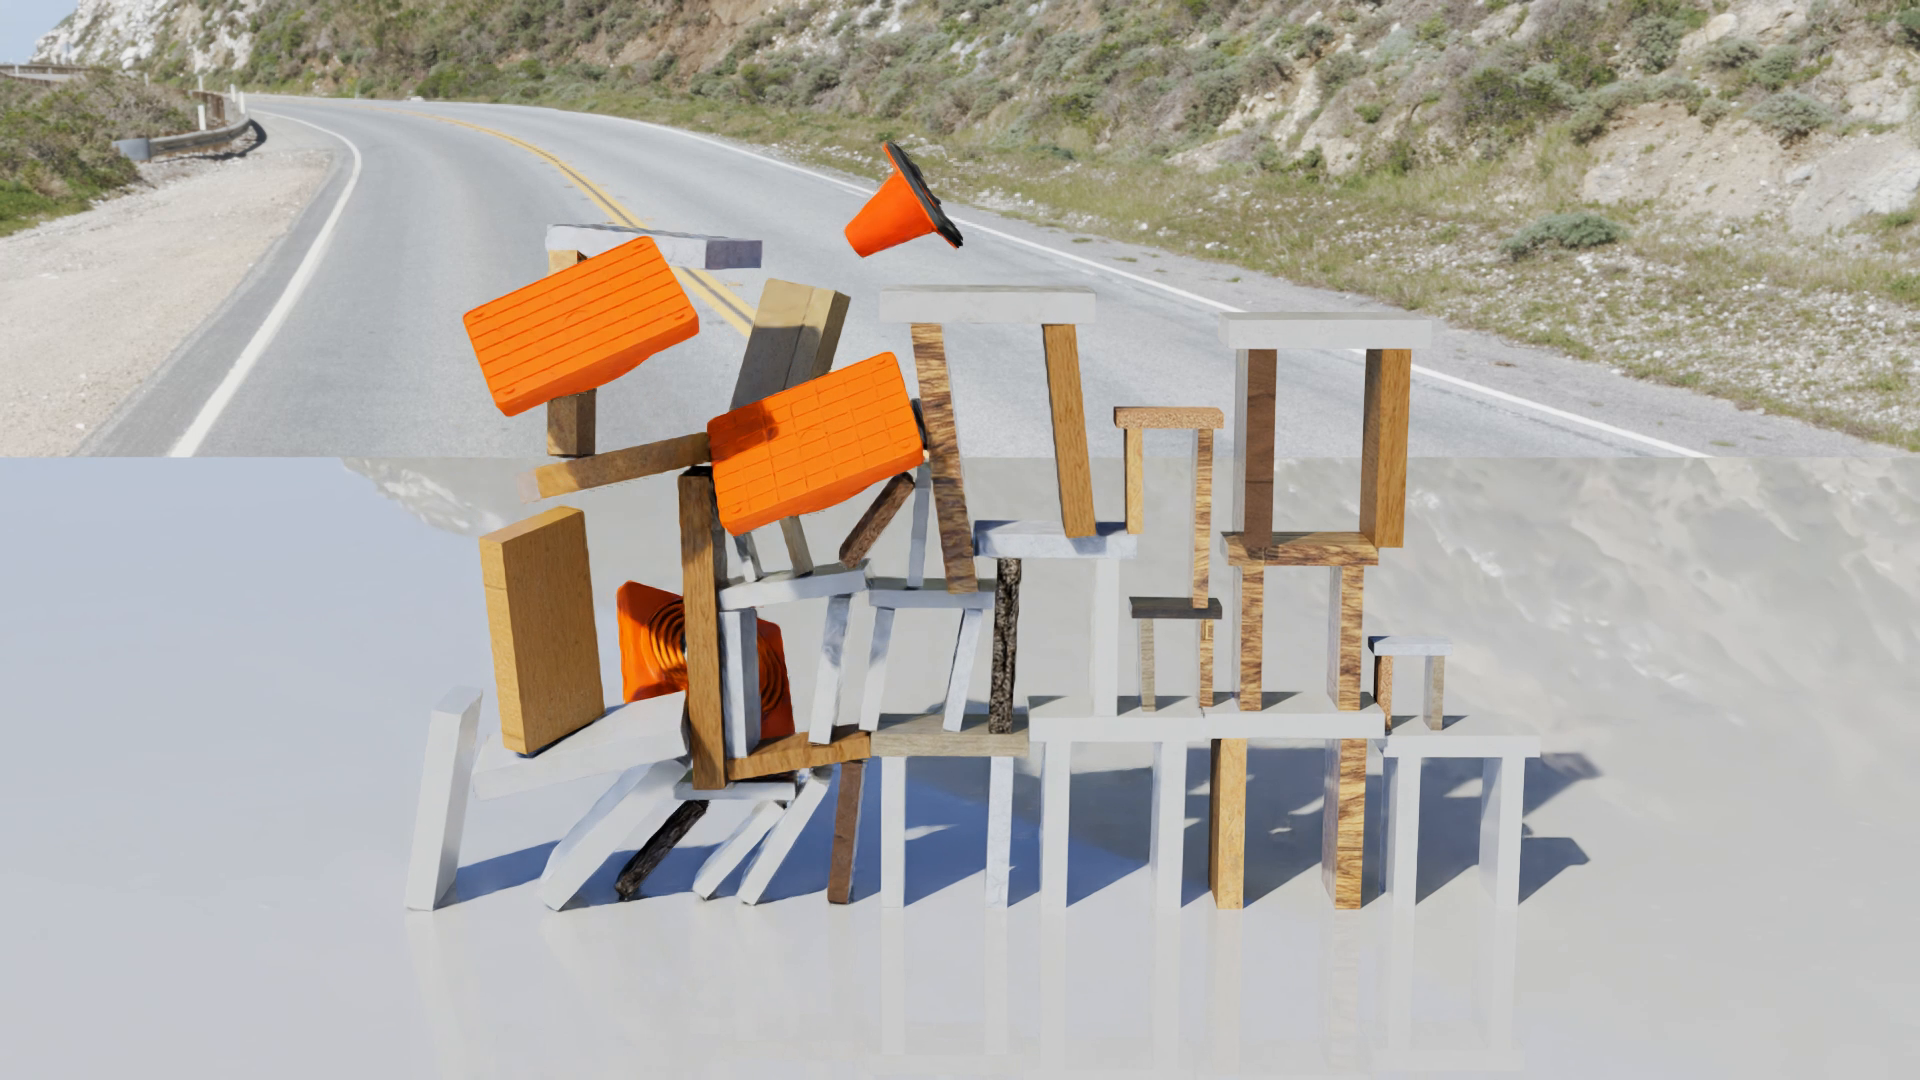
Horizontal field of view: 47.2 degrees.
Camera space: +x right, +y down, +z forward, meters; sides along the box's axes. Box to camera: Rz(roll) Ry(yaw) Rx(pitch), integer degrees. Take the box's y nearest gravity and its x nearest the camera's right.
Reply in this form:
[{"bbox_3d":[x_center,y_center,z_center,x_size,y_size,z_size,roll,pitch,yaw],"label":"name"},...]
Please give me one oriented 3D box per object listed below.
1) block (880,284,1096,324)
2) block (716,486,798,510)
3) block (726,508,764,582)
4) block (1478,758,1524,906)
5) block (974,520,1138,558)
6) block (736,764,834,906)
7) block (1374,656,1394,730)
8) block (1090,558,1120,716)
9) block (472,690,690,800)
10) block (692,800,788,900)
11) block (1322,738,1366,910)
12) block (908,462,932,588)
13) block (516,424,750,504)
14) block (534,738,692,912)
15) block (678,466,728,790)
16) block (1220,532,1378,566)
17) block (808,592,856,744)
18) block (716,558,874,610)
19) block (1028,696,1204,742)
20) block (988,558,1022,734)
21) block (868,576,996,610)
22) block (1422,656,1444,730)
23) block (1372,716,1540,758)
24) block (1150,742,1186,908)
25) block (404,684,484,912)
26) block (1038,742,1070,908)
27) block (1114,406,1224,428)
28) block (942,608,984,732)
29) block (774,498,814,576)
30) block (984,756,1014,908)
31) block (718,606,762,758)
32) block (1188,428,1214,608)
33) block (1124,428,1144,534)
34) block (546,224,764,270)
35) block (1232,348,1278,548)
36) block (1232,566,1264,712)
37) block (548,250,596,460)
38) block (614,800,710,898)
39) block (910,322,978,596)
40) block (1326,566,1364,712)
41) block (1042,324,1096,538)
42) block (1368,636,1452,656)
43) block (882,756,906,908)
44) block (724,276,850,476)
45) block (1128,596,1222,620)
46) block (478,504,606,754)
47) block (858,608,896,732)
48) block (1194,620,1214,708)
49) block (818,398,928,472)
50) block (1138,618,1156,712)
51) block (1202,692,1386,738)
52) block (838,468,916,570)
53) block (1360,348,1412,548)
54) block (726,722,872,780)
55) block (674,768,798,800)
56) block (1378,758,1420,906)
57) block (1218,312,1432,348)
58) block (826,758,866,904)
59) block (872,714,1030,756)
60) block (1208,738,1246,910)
[{"bbox_3d":[0.043,-0.375,3.486,0.335,0.047,0.167,0,11,0],"label":"block"},{"bbox_3d":[-0.330,-0.069,3.570,0.122,0.017,0.061,-8,8,7],"label":"block"},{"bbox_3d":[-0.351,0.005,3.586,0.017,0.122,0.061,-15,7,7],"label":"block"},{"bbox_3d":[0.898,0.465,3.651,0.036,0.253,0.126,0,11,0],"label":"block"},{"bbox_3d":[0.152,-0.001,3.562,0.259,0.037,0.130,1,11,0],"label":"block"},{"bbox_3d":[-0.289,0.483,3.648,0.034,0.237,0.118,32,10,-5],"label":"block"},{"bbox_3d":[0.693,0.243,3.609,0.018,0.126,0.063,0,11,0],"label":"block"},{"bbox_3d":[0.235,0.145,3.589,0.037,0.259,0.130,0,11,0],"label":"block"},{"bbox_3d":[-0.604,0.329,3.540,0.336,0.048,0.168,-12,17,0],"label":"block"},{"bbox_3d":[-0.366,0.504,3.669,0.028,0.199,0.099,42,4,-7],"label":"block"},{"bbox_3d":[0.635,0.448,3.640,0.041,0.289,0.144,0,11,0],"label":"block"},{"bbox_3d":[-0.065,-0.025,3.561,0.024,0.193,0.085,5,10,-1],"label":"block"},{"bbox_3d":[-0.541,-0.125,3.629,0.353,0.050,0.176,-14,3,-21],"label":"block"},{"bbox_3d":[-0.562,0.447,3.621,0.048,0.336,0.168,41,13,-11],"label":"block"},{"bbox_3d":[-0.414,0.140,3.612,0.050,0.509,0.176,-2,7,1],"label":"block"},{"bbox_3d":[0.547,0.013,3.563,0.239,0.034,0.120,0,11,0],"label":"block"},{"bbox_3d":[-0.208,0.202,3.601,0.034,0.241,0.121,9,9,2],"label":"block"},{"bbox_3d":[-0.266,0.072,3.588,0.241,0.034,0.121,-8,8,5],"label":"block"},{"bbox_3d":[0.254,0.293,3.614,0.282,0.040,0.141,0,11,0],"label":"block"},{"bbox_3d":[0.074,0.159,3.592,0.037,0.289,0.130,3,11,2],"label":"block"},{"bbox_3d":[-0.043,0.086,3.576,0.203,0.029,0.101,1,11,3],"label":"block"},{"bbox_3d":[0.777,0.243,3.609,0.018,0.126,0.063,0,11,0],"label":"block"},{"bbox_3d":[0.814,0.323,3.624,0.253,0.036,0.126,0,11,0],"label":"block"},{"bbox_3d":[0.344,0.451,3.644,0.040,0.282,0.141,1,11,0],"label":"block"},{"bbox_3d":[-0.853,0.424,3.637,0.048,0.336,0.168,10,10,-2],"label":"block"},{"bbox_3d":[0.156,0.451,3.644,0.040,0.282,0.141,1,11,0],"label":"block"},{"bbox_3d":[0.333,-0.196,3.523,0.169,0.024,0.085,0,11,0],"label":"block"},{"bbox_3d":[0.004,0.202,3.594,0.029,0.203,0.101,11,10,-2],"label":"block"},{"bbox_3d":[-0.270,-0.007,3.577,0.017,0.122,0.061,-15,7,11],"label":"block"},{"bbox_3d":[0.064,0.465,3.641,0.036,0.256,0.128,2,11,0],"label":"block"},{"bbox_3d":[-0.361,0.225,3.619,0.034,0.241,0.121,-1,9,7],"label":"block"},{"bbox_3d":[0.388,-0.041,3.551,0.024,0.290,0.085,1,11,0],"label":"block"},{"bbox_3d":[0.279,-0.101,3.538,0.024,0.169,0.085,-1,11,1],"label":"block"},{"bbox_3d":[-0.520,-0.499,3.739,0.331,0.047,0.166,10,11,28],"label":"block"},{"bbox_3d":[0.471,-0.157,3.528,0.044,0.314,0.157,0,11,0],"label":"block"},{"bbox_3d":[0.468,0.148,3.588,0.034,0.239,0.120,0,11,0],"label":"block"},{"bbox_3d":[-0.641,-0.303,3.639,0.047,0.331,0.166,0,0,1],"label":"block"},{"bbox_3d":[-0.496,0.503,3.669,0.028,0.199,0.099,42,5,-6],"label":"block"},{"bbox_3d":[-0.023,-0.140,3.533,0.047,0.429,0.167,-8,10,2],"label":"block"},{"bbox_3d":[0.628,0.148,3.589,0.034,0.239,0.120,0,11,0],"label":"block"},{"bbox_3d":[0.173,-0.184,3.521,0.047,0.335,0.167,-6,11,1],"label":"block"},{"bbox_3d":[0.735,0.173,3.595,0.126,0.018,0.063,0,11,0],"label":"block"},{"bbox_3d":[-0.110,0.465,3.641,0.036,0.256,0.128,1,11,0],"label":"block"},{"bbox_3d":[-0.317,-0.294,3.943,0.166,0.331,0.047,16,-1,36],"label":"block"},{"bbox_3d":[0.350,0.111,3.583,0.146,0.021,0.073,1,11,0],"label":"block"},{"bbox_3d":[-0.657,0.140,3.471,0.050,0.353,0.176,11,24,34],"label":"block"},{"bbox_3d":[-0.134,0.200,3.594,0.029,0.202,0.101,9,10,-1],"label":"block"},{"bbox_3d":[0.399,0.193,3.599,0.021,0.146,0.073,-1,11,0],"label":"block"},{"bbox_3d":[-0.139,-0.168,3.508,0.170,0.085,0.024,-12,-30,8],"label":"block"},{"bbox_3d":[0.305,0.197,3.599,0.021,0.154,0.073,-2,11,0],"label":"block"},{"bbox_3d":[0.539,0.286,3.609,0.289,0.041,0.144,0,11,0],"label":"block"},{"bbox_3d":[-0.135,-0.035,3.555,0.024,0.170,0.085,35,8,-12],"label":"block"},{"bbox_3d":[0.681,-0.157,3.527,0.044,0.314,0.157,0,11,1],"label":"block"},{"bbox_3d":[-0.261,0.348,3.631,0.237,0.034,0.118,-10,8,2],"label":"block"},{"bbox_3d":[-0.371,0.406,3.660,0.199,0.028,0.099,0,7,-1],"label":"block"},{"bbox_3d":[0.729,0.465,3.651,0.036,0.253,0.126,0,11,0],"label":"block"},{"bbox_3d":[0.576,-0.334,3.496,0.314,0.044,0.157,0,11,0],"label":"block"},{"bbox_3d":[-0.186,0.470,3.653,0.034,0.237,0.118,7,9,1],"label":"block"},{"bbox_3d":[-0.015,0.320,3.615,0.256,0.036,0.128,0,11,0],"label":"block"},{"bbox_3d":[0.442,0.449,3.640,0.041,0.289,0.144,0,11,0],"label":"block"}]
